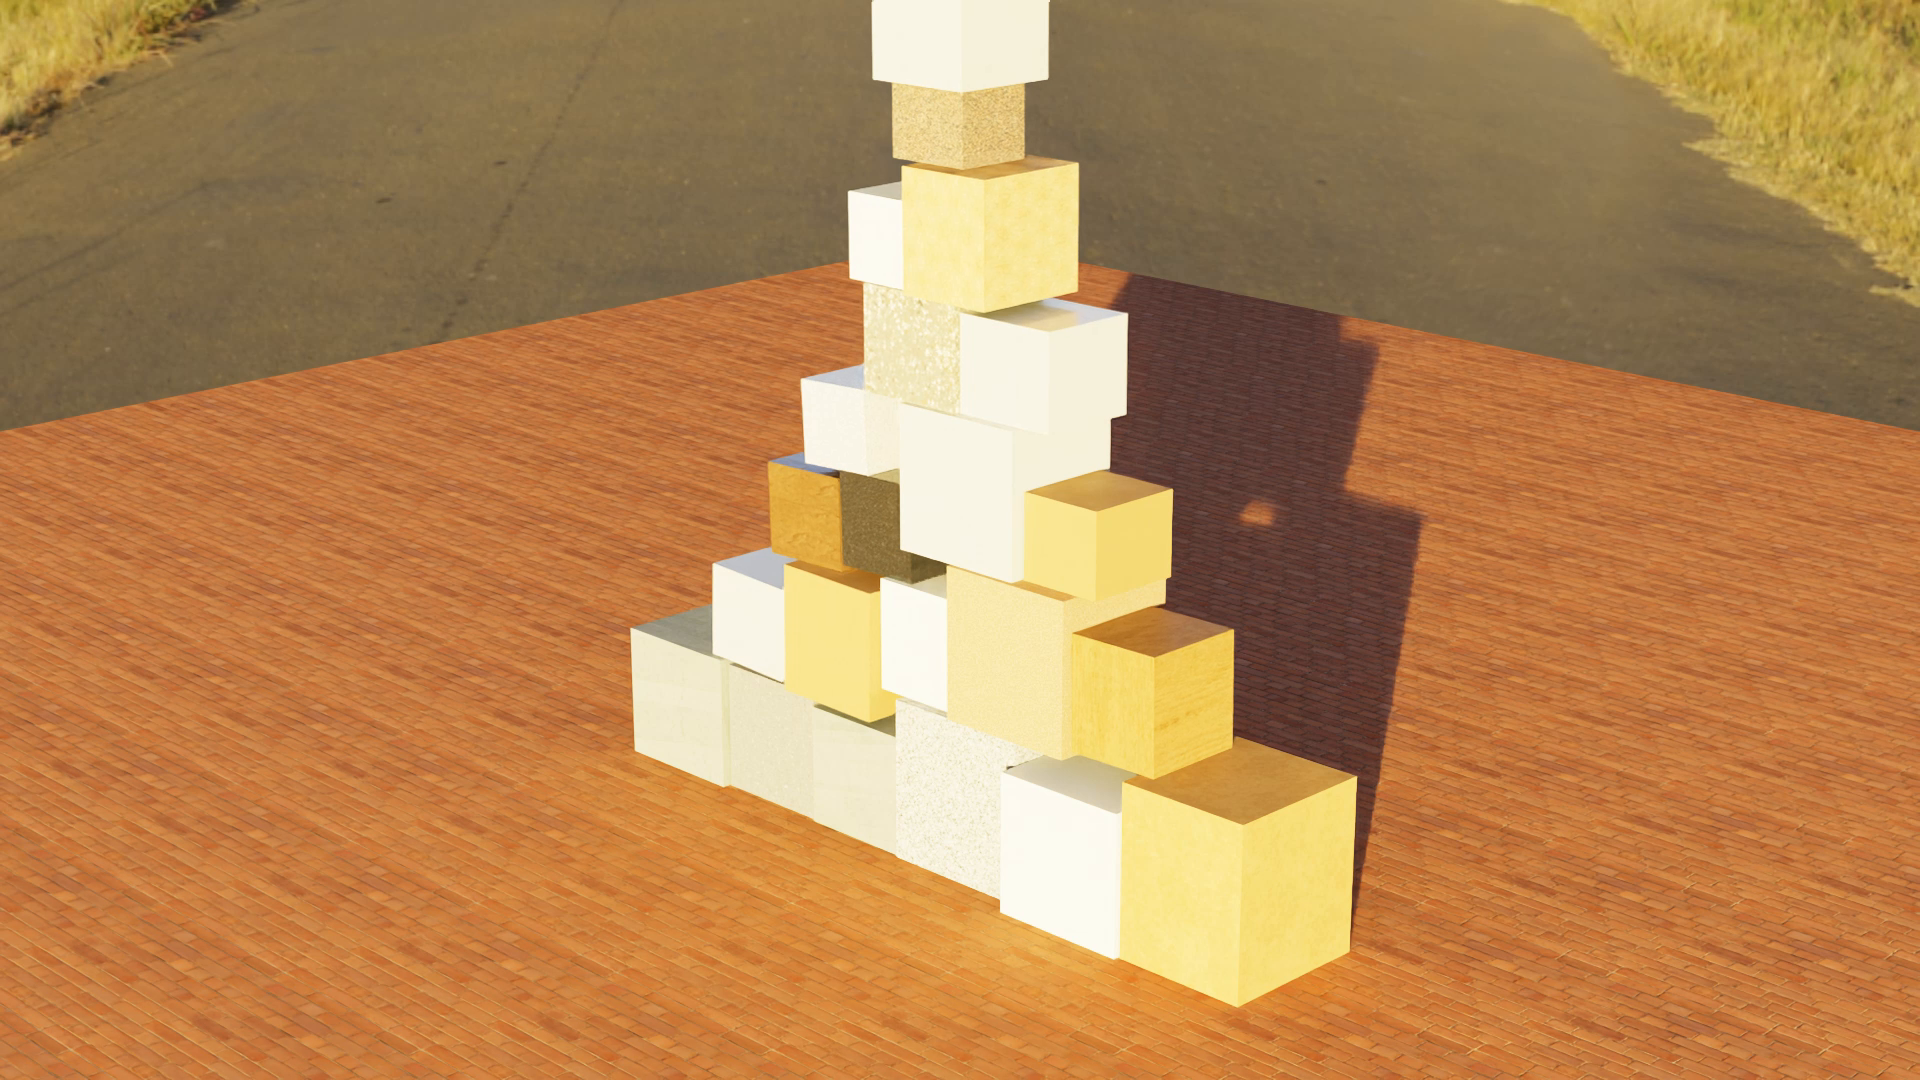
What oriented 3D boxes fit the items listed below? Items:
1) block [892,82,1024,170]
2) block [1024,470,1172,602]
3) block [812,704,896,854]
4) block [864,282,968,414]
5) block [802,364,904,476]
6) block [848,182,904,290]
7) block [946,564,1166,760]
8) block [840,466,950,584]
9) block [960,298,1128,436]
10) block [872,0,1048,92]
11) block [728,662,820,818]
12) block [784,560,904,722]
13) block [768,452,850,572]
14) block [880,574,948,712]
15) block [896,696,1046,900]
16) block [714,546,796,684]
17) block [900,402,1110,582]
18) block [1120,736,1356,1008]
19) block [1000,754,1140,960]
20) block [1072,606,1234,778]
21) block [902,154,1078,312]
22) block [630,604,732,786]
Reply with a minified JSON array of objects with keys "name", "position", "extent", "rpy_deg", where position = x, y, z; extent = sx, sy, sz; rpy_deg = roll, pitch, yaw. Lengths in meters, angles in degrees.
[{"name":"block","position":[-0.007,-1.834,12.773],"extent":[0.380,0.343,0.432],"rpy_deg":[-17,24,-42]},{"name":"block","position":[0.600,-0.023,12.727],"extent":[0.488,0.401,0.421],"rpy_deg":[-17,24,-42]},{"name":"block","position":[-0.277,1.064,13.982],"extent":[0.616,0.586,0.579],"rpy_deg":[-17,24,-42]},{"name":"block","position":[-0.030,-0.906,13.115],"extent":[0.553,0.497,0.575],"rpy_deg":[-17,24,-42]},{"name":"block","position":[-0.412,-0.568,13.603],"extent":[0.467,0.398,0.418],"rpy_deg":[-17,21,-42]},{"name":"block","position":[-0.197,-1.365,13.091],"extent":[0.431,0.394,0.410],"rpy_deg":[-17,24,-42]},{"name":"block","position":[0.425,0.465,13.052],"extent":[0.663,0.725,0.703],"rpy_deg":[-17,24,-42]},{"name":"block","position":[-0.226,-0.112,13.551],"extent":[0.455,0.459,0.457],"rpy_deg":[-17,22,-42]},{"name":"block","position":[0.362,-0.765,12.736],"extent":[0.494,0.450,0.530],"rpy_deg":[-17,24,-42]},{"name":"block","position":[0.002,-2.250,12.654],"extent":[0.531,0.522,0.543],"rpy_deg":[-17,24,-42]},{"name":"block","position":[-0.713,0.914,14.376],"extent":[0.564,0.635,0.612],"rpy_deg":[-17,24,-42]},{"name":"block","position":[-0.396,0.411,13.876],"extent":[0.639,0.629,0.585],"rpy_deg":[-17,25,-42]},{"name":"block","position":[-0.561,-0.162,13.884],"extent":[0.472,0.447,0.487],"rpy_deg":[-17,22,-42]},{"name":"block","position":[-0.021,0.432,13.471],"extent":[0.475,0.536,0.490],"rpy_deg":[-17,24,-42]},{"name":"block","position":[0.206,1.114,13.497],"extent":[0.655,0.781,0.759],"rpy_deg":[-17,24,-42]},{"name":"block","position":[-0.793,0.341,14.302],"extent":[0.568,0.466,0.592],"rpy_deg":[19,26,41]},{"name":"block","position":[0.199,-0.277,13.070],"extent":[0.628,0.679,0.693],"rpy_deg":[-17,24,-42]},{"name":"block","position":[1.184,1.401,12.525],"extent":[0.751,0.817,0.660],"rpy_deg":[-17,24,-42]},{"name":"block","position":[0.701,1.326,13.003],"extent":[0.794,0.672,0.680],"rpy_deg":[-17,24,-42]},{"name":"block","position":[0.831,0.651,12.656],"extent":[0.516,0.542,0.473],"rpy_deg":[-17,23,-42]},{"name":"block","position":[0.133,-1.352,12.756],"extent":[0.584,0.568,0.497],"rpy_deg":[-17,24,-42]},{"name":"block","position":[-1.175,0.760,14.823],"extent":[0.664,0.662,0.692],"rpy_deg":[-17,24,-42]}]
